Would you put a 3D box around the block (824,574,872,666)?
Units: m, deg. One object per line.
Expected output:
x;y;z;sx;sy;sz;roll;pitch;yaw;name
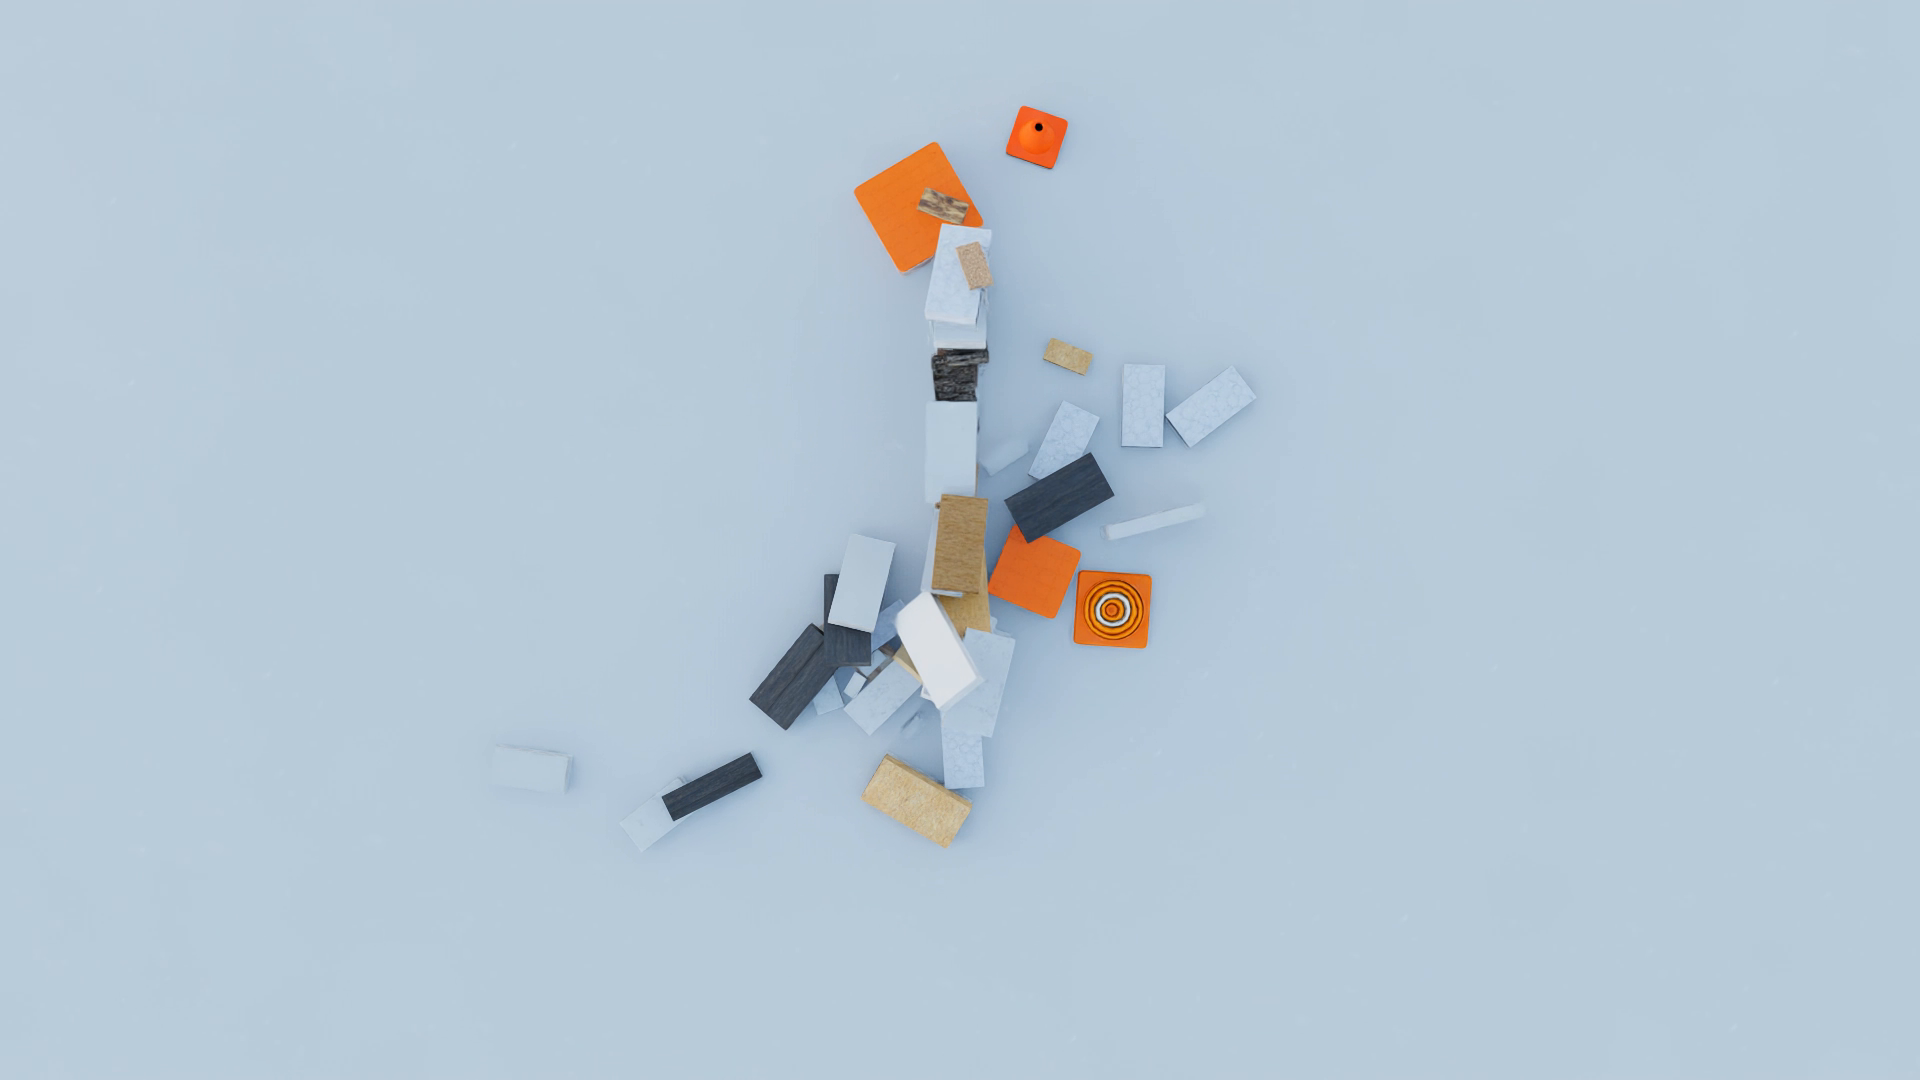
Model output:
-0.369;0.263;5.415;0.153;0.043;0.307;0;68;-4;block

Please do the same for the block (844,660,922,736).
-0.253;0.515;5.445;0.246;0.035;0.123;-44;90;0;block

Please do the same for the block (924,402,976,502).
-0.031;-0.286;5.392;0.165;0.047;0.329;1;92;-1;block

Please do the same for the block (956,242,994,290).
0.046;-0.871;5.242;0.078;0.022;0.156;-16;68;-6;block

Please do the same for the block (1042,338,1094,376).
0.360;-0.610;5.489;0.151;0.021;0.076;22;90;0;block

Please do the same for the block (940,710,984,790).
0.008;0.690;5.481;0.131;0.037;0.263;-4;90;0;block

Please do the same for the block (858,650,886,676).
-0.290;0.405;5.456;0.090;0.013;0.045;-43;90;0;block

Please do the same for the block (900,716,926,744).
-0.158;0.630;5.494;0.045;0.013;0.090;39;90;0;block

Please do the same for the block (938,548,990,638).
0.011;0.193;5.417;0.162;0.046;0.325;-3;69;-3;block

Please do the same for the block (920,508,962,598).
-0.039;0.043;5.356;0.135;0.038;0.270;10;79;1;block

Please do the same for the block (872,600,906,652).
-0.247;0.286;5.459;0.183;0.026;0.091;-35;84;-15;block

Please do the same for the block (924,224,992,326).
-0.004;-0.850;5.271;0.165;0.047;0.329;8;67;4;block

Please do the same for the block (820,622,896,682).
-0.341;0.346;5.481;0.263;0.037;0.131;41;90;0;block

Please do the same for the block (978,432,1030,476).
0.147;-0.286;5.489;0.156;0.022;0.078;-34;90;0;block

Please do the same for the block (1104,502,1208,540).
0.642;-0.062;5.419;0.326;0.163;0.046;-14;90;0;block

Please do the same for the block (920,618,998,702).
-0.003;0.386;5.410;0.162;0.046;0.325;21;69;-7;block

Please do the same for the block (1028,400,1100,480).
0.344;-0.312;5.481;0.135;0.038;0.271;25;90;0;block

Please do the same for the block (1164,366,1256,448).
0.832;-0.443;5.481;0.276;0.038;0.135;-37;90;0;block

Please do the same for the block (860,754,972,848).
-0.144;0.865;5.458;0.332;0.047;0.166;30;103;0;block

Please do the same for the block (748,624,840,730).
-0.532;0.452;5.453;0.163;0.046;0.326;40;97;4;block

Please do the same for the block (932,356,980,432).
-0.014;-0.478;5.418;0.133;0.038;0.266;-5;118;2;block

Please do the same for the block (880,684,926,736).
-0.184;0.510;5.481;0.131;0.037;0.263;42;90;0;block

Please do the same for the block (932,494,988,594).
0.000;0.012;5.321;0.153;0.043;0.307;6;79;0;block

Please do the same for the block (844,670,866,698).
-0.347;0.481;5.474;0.045;0.013;0.090;33;115;4;block

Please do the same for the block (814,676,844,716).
-0.458;0.481;5.487;0.091;0.026;0.183;-19;90;0;block

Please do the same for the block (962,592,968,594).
-0.015;0.037;5.430;0.135;0.038;0.270;9;68;2;block

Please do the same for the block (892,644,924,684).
-0.044;0.430;5.440;0.332;0.047;0.166;41;66;-2;block

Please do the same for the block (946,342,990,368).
0.009;-0.689;5.327;0.133;0.038;0.266;-8;67;-3;block

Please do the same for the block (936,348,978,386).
-0.009;-0.639;5.427;0.133;0.038;0.266;0;103;0;block

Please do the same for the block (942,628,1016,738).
0.061;0.458;5.317;0.162;0.046;0.325;14;89;-6;block

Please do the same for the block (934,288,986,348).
0.002;-0.770;5.288;0.165;0.047;0.329;1;67;1;block

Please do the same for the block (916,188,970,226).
-0.055;-1.095;5.424;0.156;0.022;0.078;22;90;3;block

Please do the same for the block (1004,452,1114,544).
0.327;-0.139;5.436;0.326;0.046;0.163;-29;92;-3;block

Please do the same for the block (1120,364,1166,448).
0.608;-0.445;5.481;0.135;0.038;0.271;2;90;0;block

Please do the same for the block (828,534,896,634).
-0.322;0.141;5.420;0.153;0.043;0.307;13;67;0;block

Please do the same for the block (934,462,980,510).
-0.014;-0.127;5.442;0.135;0.038;0.270;4;73;0;block

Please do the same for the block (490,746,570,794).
-1.429;0.765;5.483;0.246;0.035;0.123;9;90;0;block

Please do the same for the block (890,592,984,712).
-0.076;0.352;5.307;0.166;0.047;0.369;-39;58;16;block

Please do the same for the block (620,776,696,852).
-0.995;0.912;5.483;0.246;0.035;0.123;-37;90;0;block

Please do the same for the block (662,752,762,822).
-0.821;0.817;5.463;0.323;0.026;0.091;-26;88;-8;block
